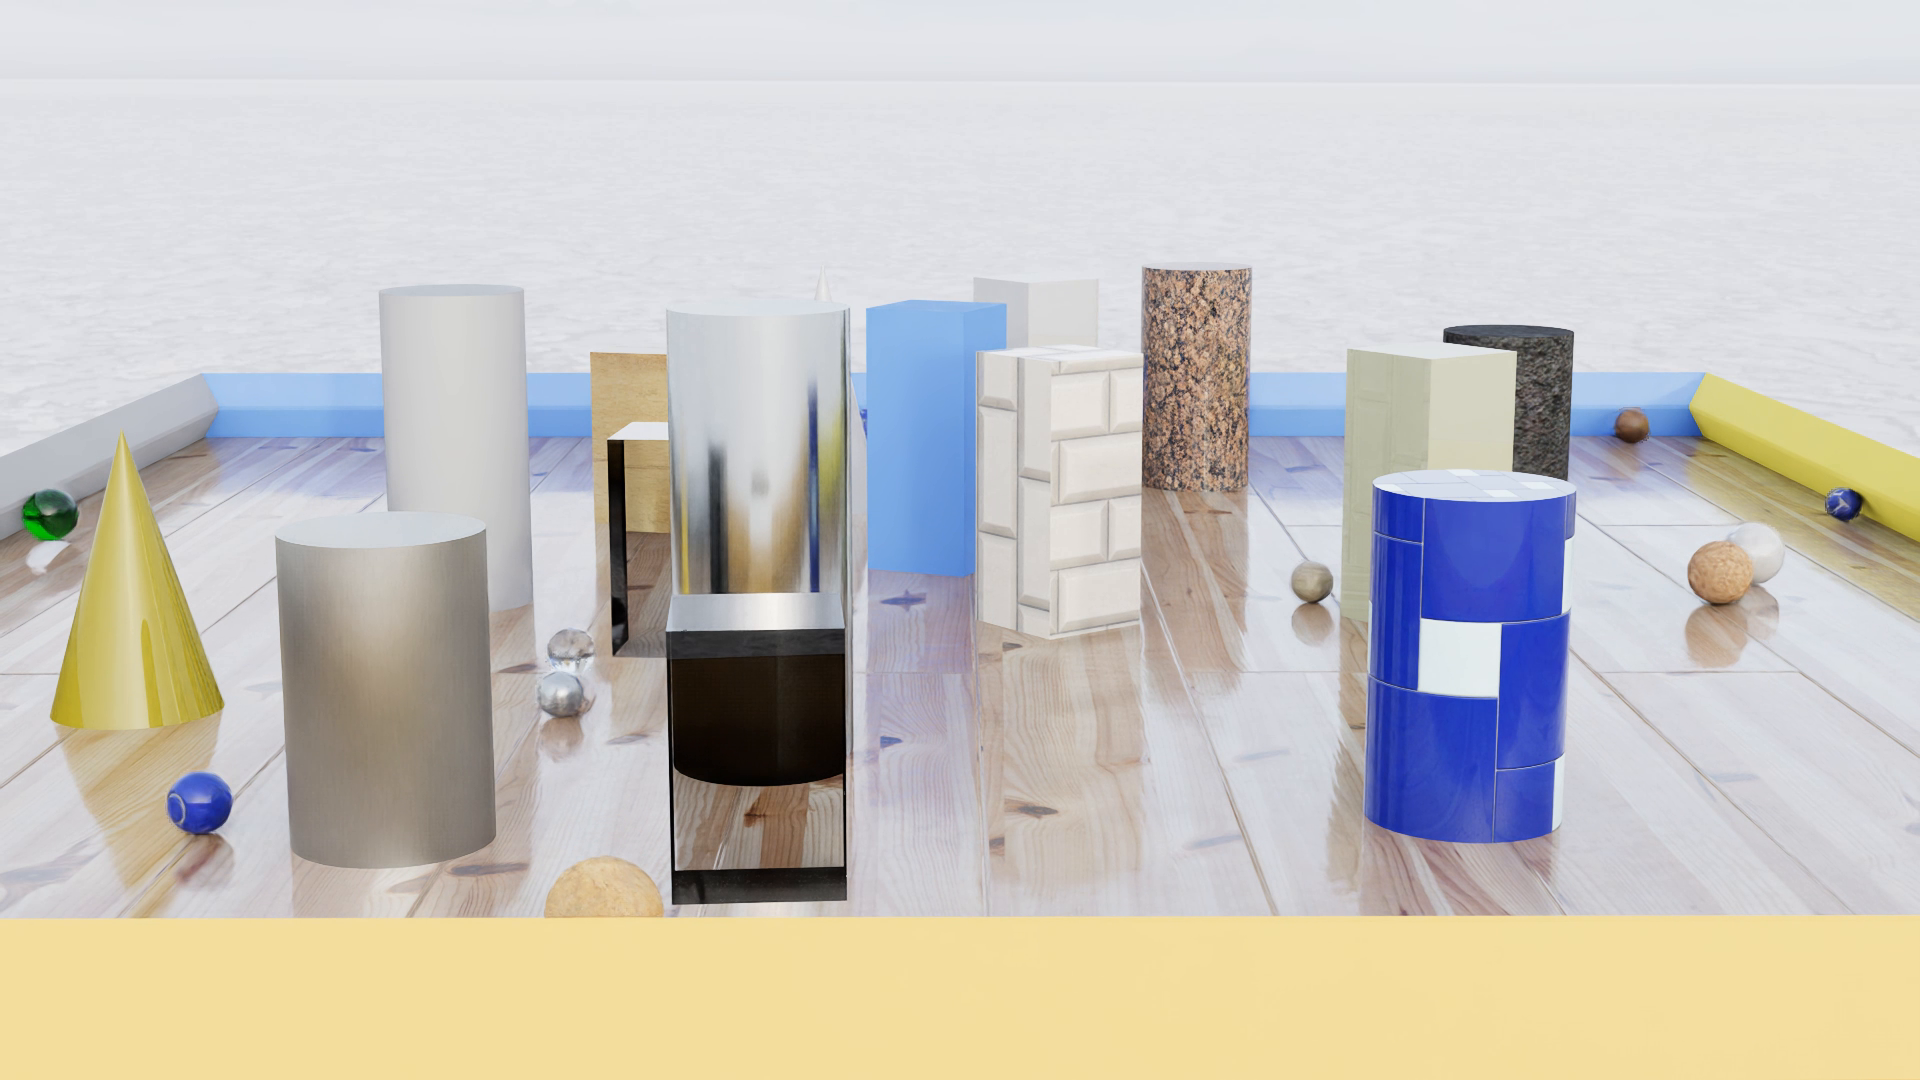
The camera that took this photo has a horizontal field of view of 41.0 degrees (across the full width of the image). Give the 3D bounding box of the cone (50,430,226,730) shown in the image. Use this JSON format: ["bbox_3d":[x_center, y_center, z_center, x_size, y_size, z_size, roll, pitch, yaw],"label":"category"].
[{"bbox_3d":[-0.939,0.033,2.903,0.192,0.324,0.192,0,11,0],"label":"cone"}]

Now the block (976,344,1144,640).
[{"bbox_3d":[0.129,-0.068,3.356,0.154,0.357,0.154,-8,13,-37],"label":"block"}]

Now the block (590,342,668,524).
[{"bbox_3d":[-0.493,-0.173,4.144,0.154,0.275,0.154,3,11,14],"label":"block"}]

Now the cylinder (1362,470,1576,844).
[{"bbox_3d":[0.493,0.108,2.490,0.192,0.328,0.192,0,11,0],"label":"cylinder"}]

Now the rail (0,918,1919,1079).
[{"bbox_3d":[0.009,0.327,1.862,2.965,0.125,0.045,0,11,0],"label":"rail"}]

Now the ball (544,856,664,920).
[{"bbox_3d":[-0.288,0.304,2.073,0.096,0.096,0.096,0,11,0],"label":"ball"}]

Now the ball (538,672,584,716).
[{"bbox_3d":[-0.451,0.174,2.894,0.052,0.052,0.052,0,11,0],"label":"ball"}]

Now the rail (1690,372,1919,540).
[{"bbox_3d":[1.459,0.031,3.457,0.045,0.125,3.277,0,11,0],"label":"rail"}]

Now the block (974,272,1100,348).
[{"bbox_3d":[0.131,-0.273,4.442,0.154,0.363,0.154,-8,13,-36],"label":"block"}]

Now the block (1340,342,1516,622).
[{"bbox_3d":[0.614,-0.072,3.374,0.154,0.358,0.154,-7,13,-34],"label":"block"}]

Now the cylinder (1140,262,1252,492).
[{"bbox_3d":[0.410,-0.287,4.474,0.192,0.380,0.192,0,11,0],"label":"cylinder"}]

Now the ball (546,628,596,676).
[{"bbox_3d":[-0.468,0.135,3.086,0.058,0.058,0.058,0,11,0],"label":"ball"}]

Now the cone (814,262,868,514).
[{"bbox_3d":[-0.225,-0.257,4.237,0.192,0.407,0.192,0,11,0],"label":"cone"}]

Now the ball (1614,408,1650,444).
[{"bbox_3d":[1.302,-0.221,4.971,0.068,0.068,0.068,0,11,0],"label":"ball"}]

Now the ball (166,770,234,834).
[{"bbox_3d":[-0.727,0.251,2.454,0.061,0.061,0.061,0,11,0],"label":"ball"}]

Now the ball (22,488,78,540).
[{"bbox_3d":[-1.403,-0.040,3.960,0.082,0.082,0.082,0,11,0],"label":"ball"}]

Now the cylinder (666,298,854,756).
[{"bbox_3d":[-0.211,-0.010,2.721,0.192,0.475,0.192,0,11,0],"label":"cylinder"}]

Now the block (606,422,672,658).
[{"bbox_3d":[-0.349,-0.002,3.231,0.154,0.273,0.154,1,11,4],"label":"block"}]

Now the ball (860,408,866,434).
[{"bbox_3d":[-0.181,-0.224,5.000,0.064,0.064,0.064,0,11,0],"label":"ball"}]

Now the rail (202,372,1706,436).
[{"bbox_3d":[-0.009,-0.263,5.037,2.965,0.125,0.045,0,11,0],"label":"rail"}]

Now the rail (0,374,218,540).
[{"bbox_3d":[-1.459,0.034,3.441,0.045,0.125,3.277,0,11,0],"label":"rail"}]

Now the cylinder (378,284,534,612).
[{"bbox_3d":[-0.683,-0.126,3.484,0.192,0.426,0.192,0,11,0],"label":"cylinder"}]

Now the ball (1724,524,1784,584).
[{"bbox_3d":[1.119,0.020,3.623,0.087,0.087,0.087,0,11,0],"label":"ball"}]

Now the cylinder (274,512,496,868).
[{"bbox_3d":[-0.539,0.137,2.416,0.192,0.299,0.192,0,11,0],"label":"cylinder"}]

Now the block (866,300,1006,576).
[{"bbox_3d":[-0.033,-0.152,3.748,0.154,0.380,0.154,5,12,24],"label":"block"}]

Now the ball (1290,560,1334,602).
[{"bbox_3d":[0.481,0.057,3.504,0.058,0.058,0.058,0,11,0],"label":"ball"}]

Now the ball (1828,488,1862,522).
[{"bbox_3d":[1.424,-0.057,4.130,0.053,0.053,0.053,0,11,0],"label":"ball"}]

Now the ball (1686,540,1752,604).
[{"bbox_3d":[1.035,0.044,3.495,0.086,0.086,0.086,0,11,0],"label":"ball"}]

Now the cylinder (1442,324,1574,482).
[{"bbox_3d":[0.821,-0.150,3.871,0.192,0.331,0.192,0,11,0],"label":"cylinder"}]

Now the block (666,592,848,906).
[{"bbox_3d":[-0.182,0.184,2.307,0.154,0.246,0.154,-1,11,-4],"label":"block"}]
